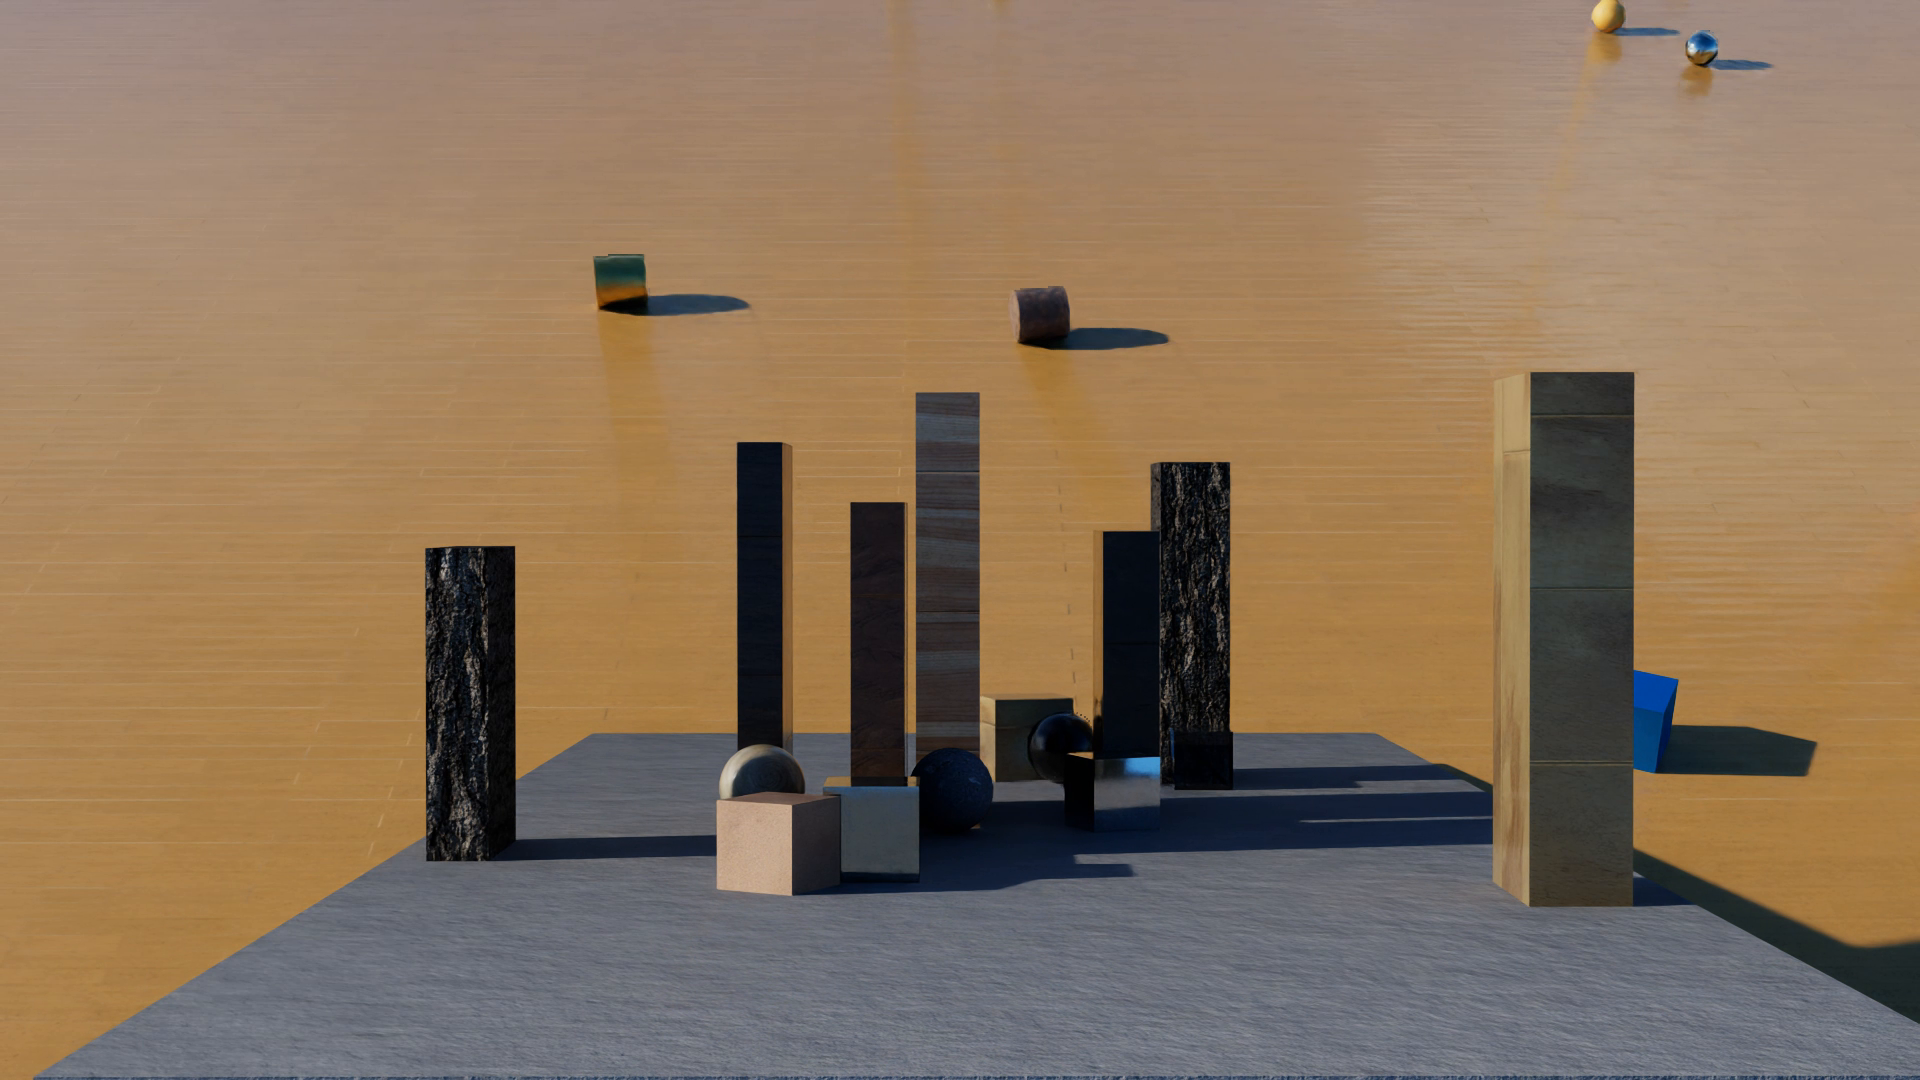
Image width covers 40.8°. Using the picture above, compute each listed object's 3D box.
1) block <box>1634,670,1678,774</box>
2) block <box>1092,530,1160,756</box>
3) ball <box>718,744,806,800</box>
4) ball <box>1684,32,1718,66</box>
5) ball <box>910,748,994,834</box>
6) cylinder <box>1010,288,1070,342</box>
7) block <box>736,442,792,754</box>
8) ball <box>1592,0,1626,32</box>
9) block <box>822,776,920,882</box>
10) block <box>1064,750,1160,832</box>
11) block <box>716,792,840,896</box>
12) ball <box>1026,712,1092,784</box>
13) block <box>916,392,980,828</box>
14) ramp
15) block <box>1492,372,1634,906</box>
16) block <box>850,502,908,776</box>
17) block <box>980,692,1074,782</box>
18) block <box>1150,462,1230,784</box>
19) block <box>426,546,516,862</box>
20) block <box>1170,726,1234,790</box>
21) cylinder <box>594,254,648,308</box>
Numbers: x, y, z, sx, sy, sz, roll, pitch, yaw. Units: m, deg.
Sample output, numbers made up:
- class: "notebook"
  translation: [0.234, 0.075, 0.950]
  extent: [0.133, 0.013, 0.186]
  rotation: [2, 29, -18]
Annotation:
- class: "block"
  translation: [1.732, 0.460, 6.665]
  extent: [0.181, 0.181, 0.181]
  rotation: [12, 30, 22]
- class: "block"
  translation: [0.314, 0.248, 4.907]
  extent: [0.104, 0.531, 0.347]
  rotation: [0, 1, 0]
- class: "ball"
  translation: [-0.352, 0.440, 4.603]
  extent: [0.154, 0.154, 0.154]
  rotation: [0, 28, 0]
- class: "ball"
  translation: [3.382, -2.240, 11.779]
  extent: [0.148, 0.148, 0.148]
  rotation: [0, 28, 0]
- class: "ball"
  translation: [-0.016, 0.442, 4.563]
  extent: [0.151, 0.151, 0.151]
  rotation: [0, 28, 0]
- class: "cylinder"
  translation: [0.279, -0.786, 9.014]
  extent: [0.176, 0.176, 0.176]
  rotation: [-5, 28, -9]
- class: "block"
  translation: [-0.362, 0.168, 4.820]
  extent: [0.082, 0.694, 0.287]
  rotation: [0, 1, 0]
- class: "ball"
  translation: [3.071, -2.483, 12.228]
  extent: [0.155, 0.155, 0.155]
  rotation: [0, 28, 0]
- class: "block"
  translation: [-0.136, 0.451, 4.031]
  extent: [0.147, 0.147, 0.147]
  rotation: [0, 1, 0]
- class: "block"
  translation: [0.274, 0.452, 4.653]
  extent: [0.129, 0.129, 0.129]
  rotation: [0, 1, -22]
- class: "block"
  translation: [-0.275, 0.458, 3.917]
  extent: [0.134, 0.134, 0.134]
  rotation: [0, 1, 29]
- class: "ball"
  translation: [0.213, 0.433, 5.392]
  extent: [0.149, 0.149, 0.149]
  rotation: [0, 28, 0]
- class: "block"
  translation: [-0.022, 0.124, 4.800]
  extent: [0.115, 0.781, 0.330]
  rotation: [0, 1, 0]
- class: "ramp"
  translation: [0.063, 0.567, 4.607]
  extent: [2.000, 0.100, 4.000]
  rotation: [0, 1, 0]
- class: "block"
  translation: [0.893, 0.142, 3.837]
  extent: [0.149, 0.768, 0.252]
  rotation: [0, 1, 0]
- class: "block"
  translation: [-0.136, 0.228, 4.393]
  extent: [0.087, 0.584, 0.338]
  rotation: [0, 1, 0]
- class: "block"
  translation: [0.135, 0.420, 5.536]
  extent: [0.171, 0.171, 0.171]
  rotation: [0, 1, -15]
- class: "block"
  translation: [0.489, 0.171, 5.511]
  extent: [0.144, 0.670, 0.279]
  rotation: [0, 1, 0]
- class: "block"
  translation: [-0.818, 0.266, 4.328]
  extent: [0.101, 0.509, 0.260]
  rotation: [0, 1, 0]
- class: "block"
  translation: [0.496, 0.449, 5.315]
  extent: [0.119, 0.119, 0.119]
  rotation: [0, 1, 0]
- class: "cylinder"
  translation: [-1.221, -0.931, 9.284]
  extent: [0.178, 0.178, 0.178]
  rotation: [-4, 28, -8]
